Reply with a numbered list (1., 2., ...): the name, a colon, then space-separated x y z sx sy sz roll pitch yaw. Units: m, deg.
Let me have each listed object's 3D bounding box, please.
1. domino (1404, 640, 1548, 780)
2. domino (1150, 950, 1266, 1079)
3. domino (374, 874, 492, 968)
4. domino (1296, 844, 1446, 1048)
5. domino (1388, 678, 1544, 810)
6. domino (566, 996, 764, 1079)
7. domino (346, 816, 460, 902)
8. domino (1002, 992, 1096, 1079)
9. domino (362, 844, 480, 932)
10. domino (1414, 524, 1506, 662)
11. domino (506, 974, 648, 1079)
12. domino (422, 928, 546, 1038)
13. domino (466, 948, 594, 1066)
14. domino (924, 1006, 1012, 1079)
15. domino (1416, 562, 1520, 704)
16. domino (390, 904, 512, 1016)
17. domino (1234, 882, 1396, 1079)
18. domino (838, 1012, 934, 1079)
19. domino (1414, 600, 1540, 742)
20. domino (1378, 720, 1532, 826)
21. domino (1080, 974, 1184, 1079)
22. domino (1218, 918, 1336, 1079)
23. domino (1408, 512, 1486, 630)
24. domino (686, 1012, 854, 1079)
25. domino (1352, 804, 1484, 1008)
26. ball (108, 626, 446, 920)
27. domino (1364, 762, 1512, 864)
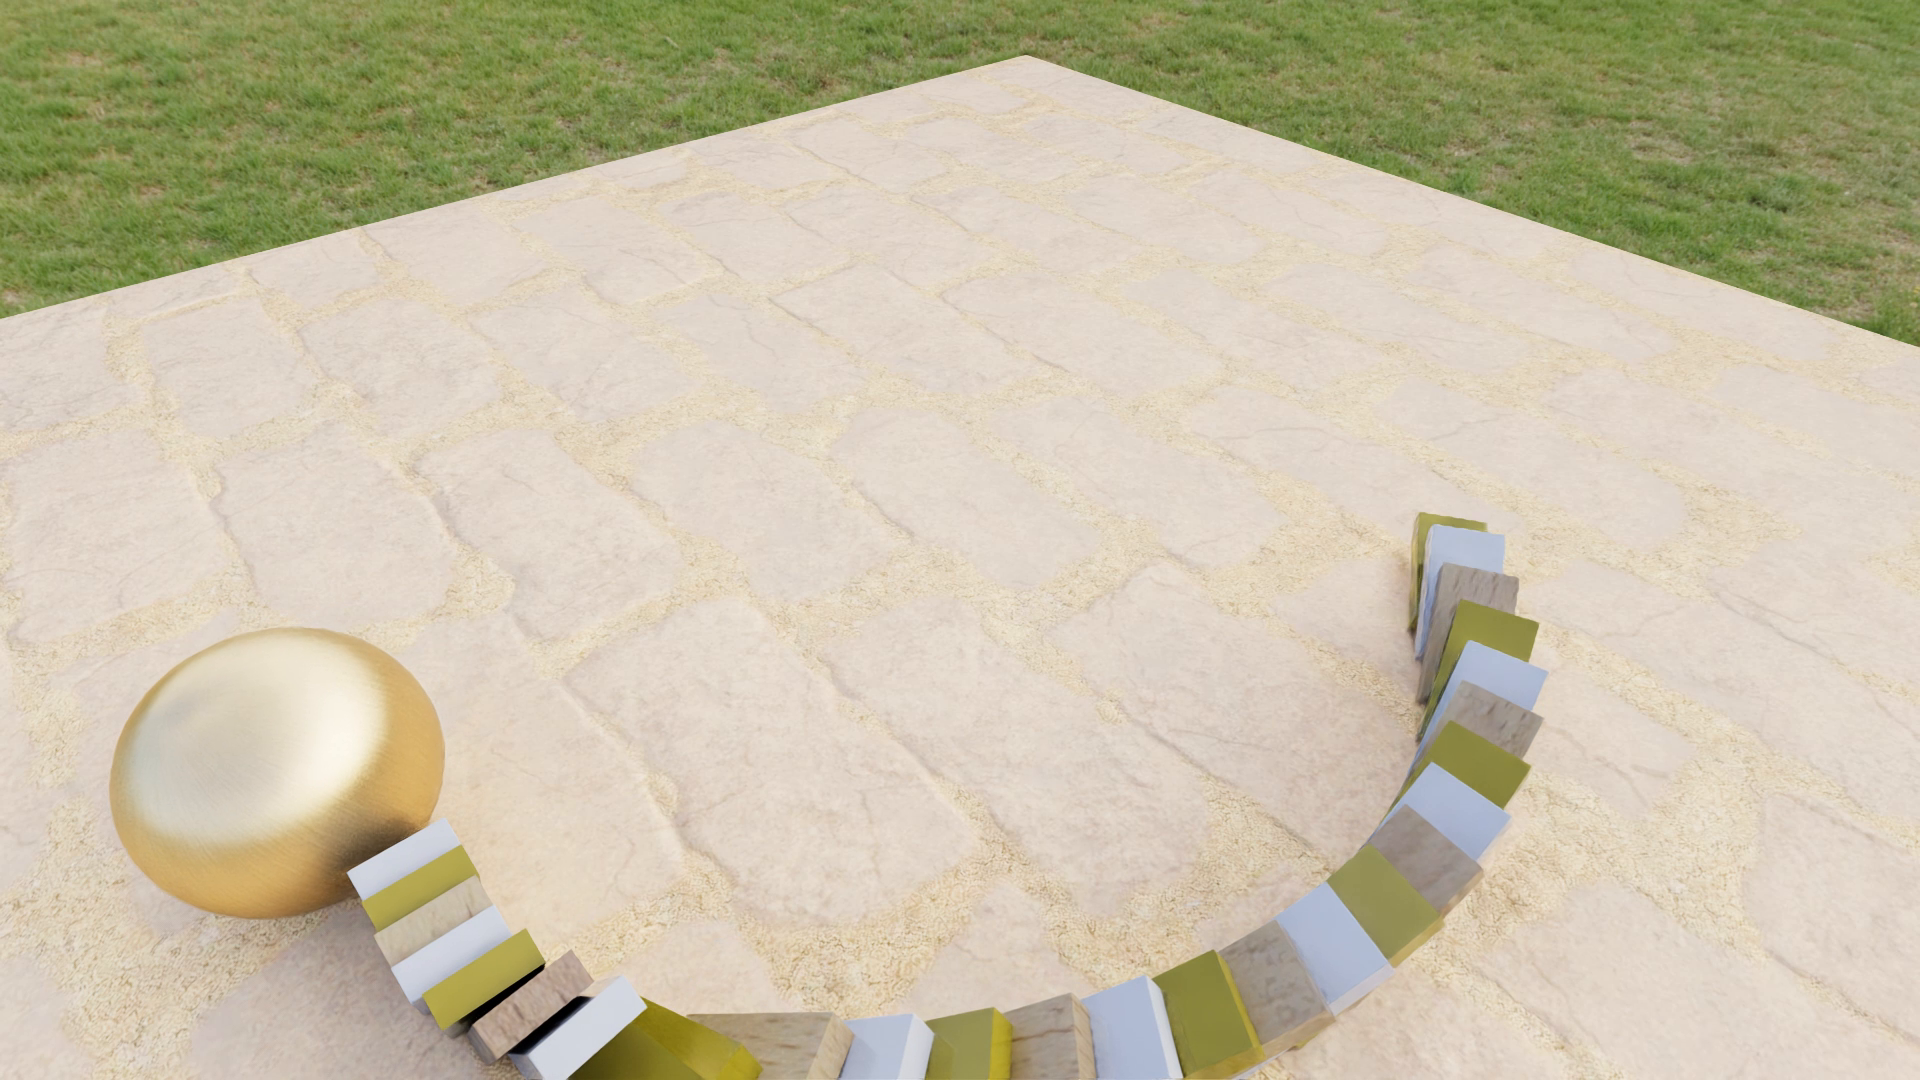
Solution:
1. domino: 0.165 0.060 0.352 0.025 0.010 0.050 24 75 26
2. domino: 0.047 0.125 0.272 0.050 0.010 0.025 -30 39 11
3. domino: -0.136 0.103 0.288 0.025 0.050 0.010 -30 79 -31
4. domino: 0.100 0.108 0.293 0.050 0.010 0.025 -41 47 0
5. domino: 0.155 0.071 0.338 0.025 0.009 0.050 28 77 29
6. domino: -0.073 0.129 0.266 0.050 0.009 0.025 -4 33 45
7. domino: -0.150 0.092 0.301 0.025 0.050 0.010 -30 79 -31
8. domino: 0.008 0.130 0.266 0.050 0.009 0.025 -25 36 18
9. domino: -0.143 0.097 0.295 0.025 0.050 0.009 -30 79 -31
10. domino: 0.181 0.021 0.398 0.025 0.009 0.050 10 70 13
11. domino: -0.094 0.120 0.268 0.025 0.050 0.010 -36 87 -35
12. domino: -0.119 0.112 0.276 0.025 0.050 0.010 -30 79 -31
13. domino: -0.107 0.116 0.272 0.025 0.050 0.009 -34 83 -35
14. domino: -0.012 0.131 0.265 0.050 0.009 0.025 -21 34 22
15. domino: 0.177 0.035 0.382 0.025 0.009 0.050 13 71 15
16. domino: -0.129 0.108 0.281 0.025 0.050 0.010 -30 79 -31
17. domino: 0.083 0.114 0.285 0.050 0.009 0.025 -37 44 4
18. domino: -0.032 0.131 0.265 0.050 0.009 0.025 -19 32 27
19. domino: 0.172 0.047 0.367 0.025 0.009 0.050 19 73 20
20. domino: 0.143 0.081 0.325 0.025 0.010 0.050 32 80 33
21. domino: 0.027 0.128 0.268 0.050 0.009 0.025 -27 37 15
22. domino: 0.065 0.120 0.277 0.050 0.010 0.025 -33 41 8
23. domino: 0.186 0.013 0.419 0.025 0.009 0.050 10 53 12
24. domino: -0.052 0.129 0.267 0.050 0.009 0.025 -16 30 31
25. domino: 0.116 0.100 0.302 0.050 0.010 0.025 -44 50 -3
26. ball: -0.189 0.064 0.309 0.080 0.080 0.080 0 39 0
27. domino: 0.130 0.091 0.313 0.050 0.010 0.025 -48 53 -6
